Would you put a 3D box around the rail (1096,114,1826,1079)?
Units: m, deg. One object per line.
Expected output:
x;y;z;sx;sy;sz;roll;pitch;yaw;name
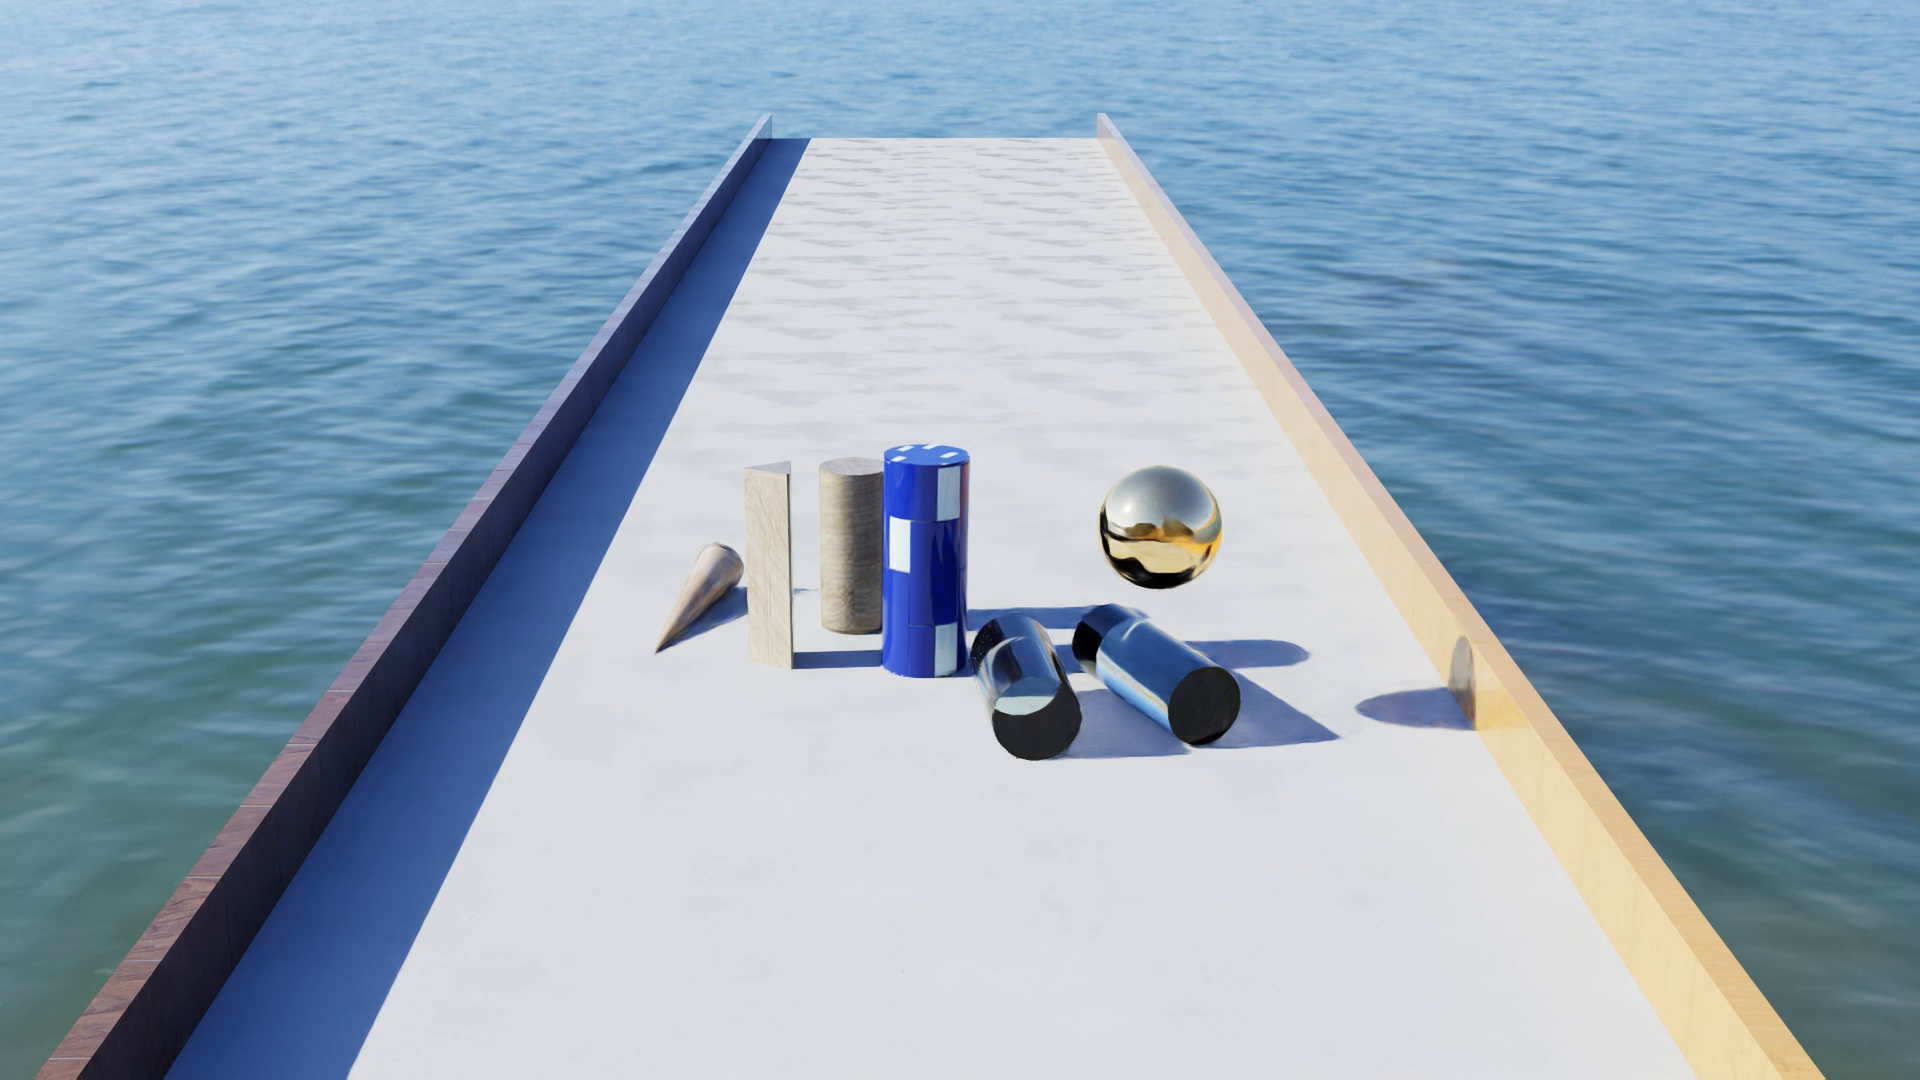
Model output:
0.932;-0.844;7.801;0.050;0.150;12.000;0;17;-1;rail

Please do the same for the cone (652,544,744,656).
-0.575;0.146;4.639;0.109;0.109;0.449;3;24;12;cone

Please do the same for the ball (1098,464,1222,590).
0.364;-0.023;4.000;0.228;0.228;0.228;0;17;0;ball

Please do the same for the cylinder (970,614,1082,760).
0.118;0.267;4.050;0.159;0.159;0.345;-2;17;-6;cylinder

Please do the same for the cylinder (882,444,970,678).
-0.068;0.040;4.335;0.169;0.429;0.169;1;16;0;cylinder

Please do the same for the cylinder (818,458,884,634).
-0.219;0.012;4.586;0.147;0.342;0.147;0;16;0;cylinder

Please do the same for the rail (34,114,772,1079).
-1.118;-0.838;7.780;0.050;0.150;12.000;0;17;-1;rail

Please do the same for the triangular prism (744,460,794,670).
-0.357;0.047;4.366;0.101;0.401;0.088;8;19;26;triangular prism

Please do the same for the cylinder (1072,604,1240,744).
0.364;0.247;4.132;0.150;0.150;0.391;-7;18;-22;cylinder
